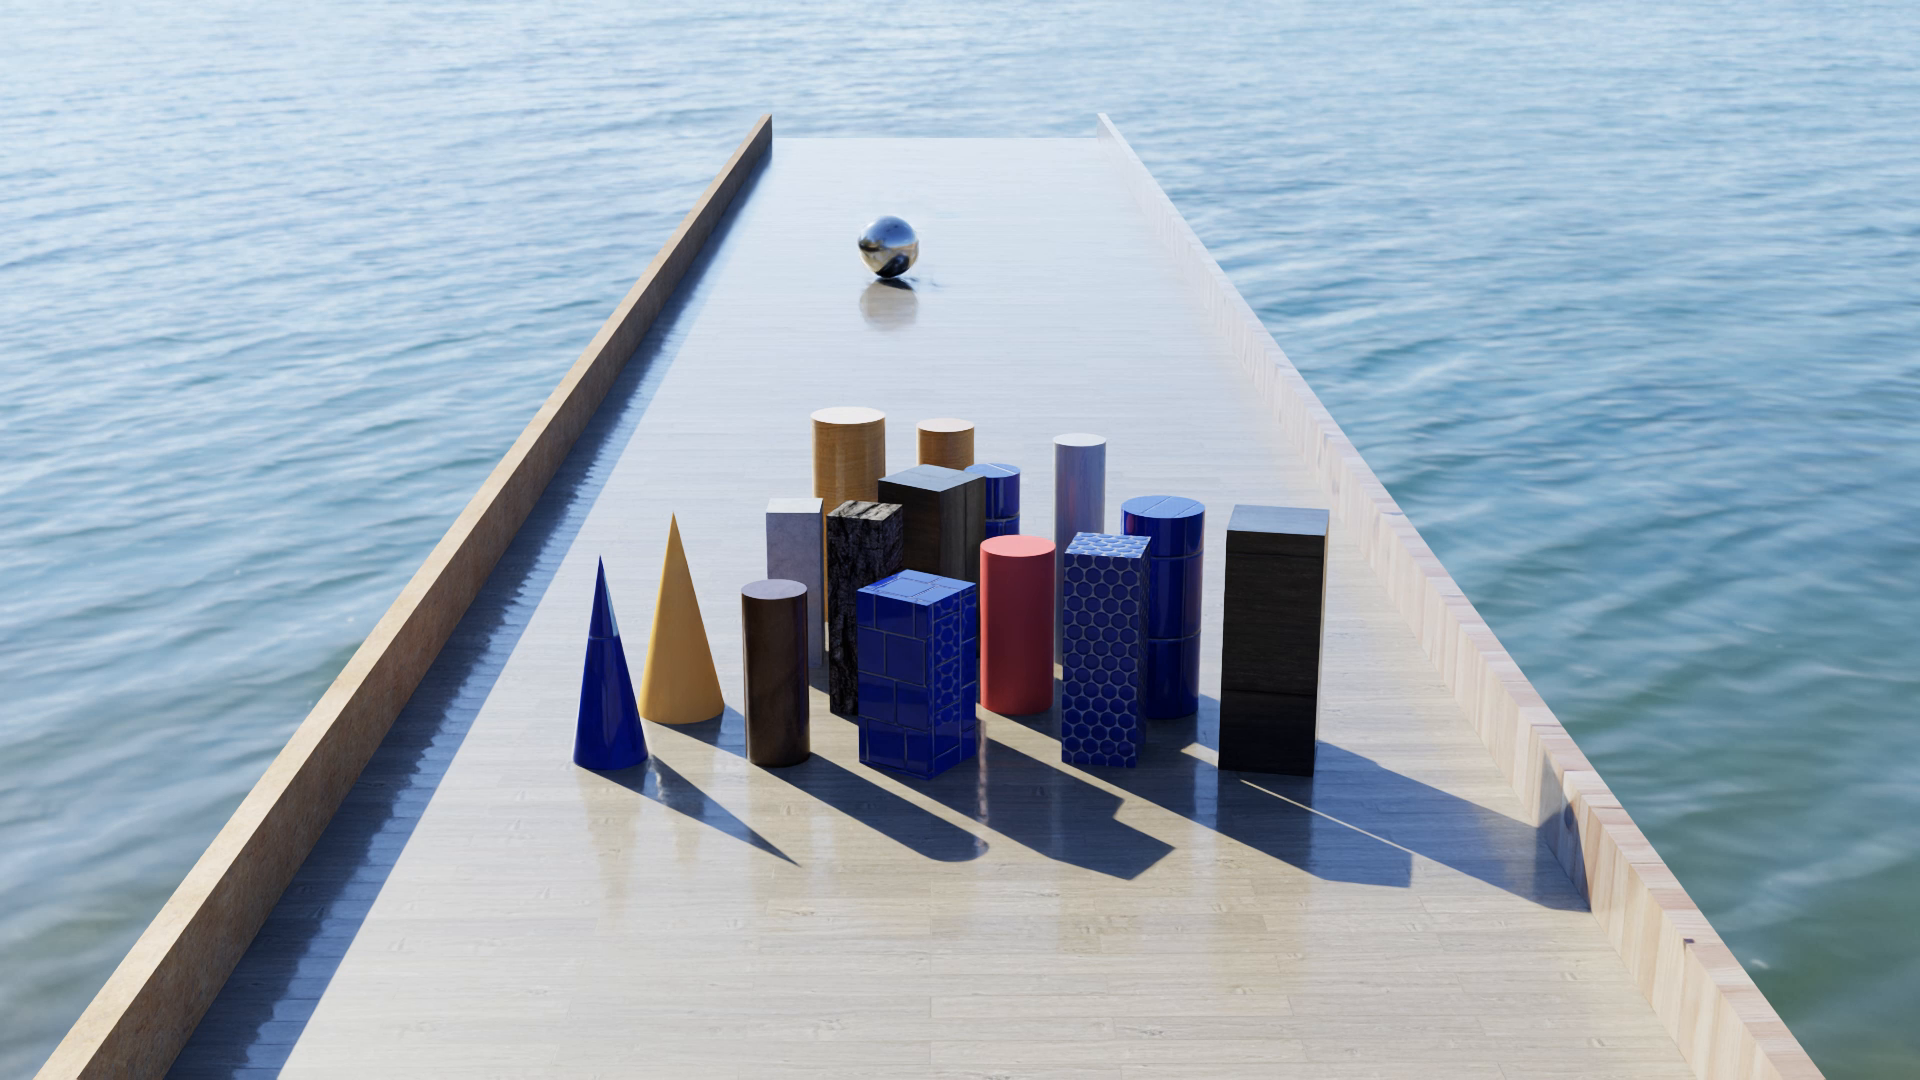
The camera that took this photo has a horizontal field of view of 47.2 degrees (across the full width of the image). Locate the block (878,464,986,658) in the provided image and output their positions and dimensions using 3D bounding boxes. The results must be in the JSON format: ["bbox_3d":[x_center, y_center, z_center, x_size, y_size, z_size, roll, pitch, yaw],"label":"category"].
[{"bbox_3d":[-0.055,0.057,4.376,0.152,0.376,0.152,12,20,35],"label":"block"}]

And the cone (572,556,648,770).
[{"bbox_3d":[-0.626,0.204,3.876,0.137,0.379,0.137,0,17,0],"label":"cone"}]

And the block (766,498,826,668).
[{"bbox_3d":[-0.326,0.085,4.381,0.104,0.320,0.104,0,17,1],"label":"block"}]

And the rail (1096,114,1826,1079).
[{"bbox_3d":[0.932,-0.844,7.801,0.050,0.150,12.000,0,17,-1],"label":"rail"}]

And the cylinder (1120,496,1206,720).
[{"bbox_3d":[0.375,0.126,4.115,0.155,0.392,0.155,0,17,0],"label":"cylinder"}]

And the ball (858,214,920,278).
[{"bbox_3d":[-0.283,-1.162,8.702,0.247,0.247,0.247,0,17,0],"label":"ball"}]

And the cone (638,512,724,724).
[{"bbox_3d":[-0.528,0.131,4.103,0.166,0.390,0.166,0,17,0],"label":"cone"}]

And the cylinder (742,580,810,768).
[{"bbox_3d":[-0.325,0.236,3.886,0.115,0.312,0.115,0,17,0],"label":"cylinder"}]

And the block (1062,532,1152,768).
[{"bbox_3d":[0.259,0.194,3.895,0.132,0.387,0.132,4,17,13],"label":"block"}]

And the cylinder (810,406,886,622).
[{"bbox_3d":[-0.233,-0.052,4.641,0.156,0.434,0.156,0,17,0],"label":"cylinder"}]

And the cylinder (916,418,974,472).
[{"bbox_3d":[-0.032,-0.085,4.895,0.129,0.352,0.129,0,17,0],"label":"cylinder"}]

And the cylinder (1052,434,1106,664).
[{"bbox_3d":[0.234,0.021,4.363,0.105,0.453,0.105,0,17,0],"label":"cylinder"}]

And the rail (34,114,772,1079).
[{"bbox_3d":[-1.118,-0.838,7.780,0.050,0.150,12.000,0,17,-1],"label":"rail"}]

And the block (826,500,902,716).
[{"bbox_3d":[-0.176,0.129,4.116,0.110,0.385,0.110,5,17,17],"label":"block"}]

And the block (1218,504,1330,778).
[{"bbox_3d":[0.552,0.175,3.867,0.166,0.439,0.166,3,17,11],"label":"block"}]

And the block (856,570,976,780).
[{"bbox_3d":[-0.075,0.235,3.873,0.149,0.320,0.149,11,20,33],"label":"block"}]

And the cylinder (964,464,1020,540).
[{"bbox_3d":[0.068,0.009,4.629,0.117,0.323,0.117,0,17,0],"label":"cylinder"}]

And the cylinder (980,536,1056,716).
[{"bbox_3d":[0.108,0.159,4.145,0.140,0.311,0.140,0,17,0],"label":"cylinder"}]
